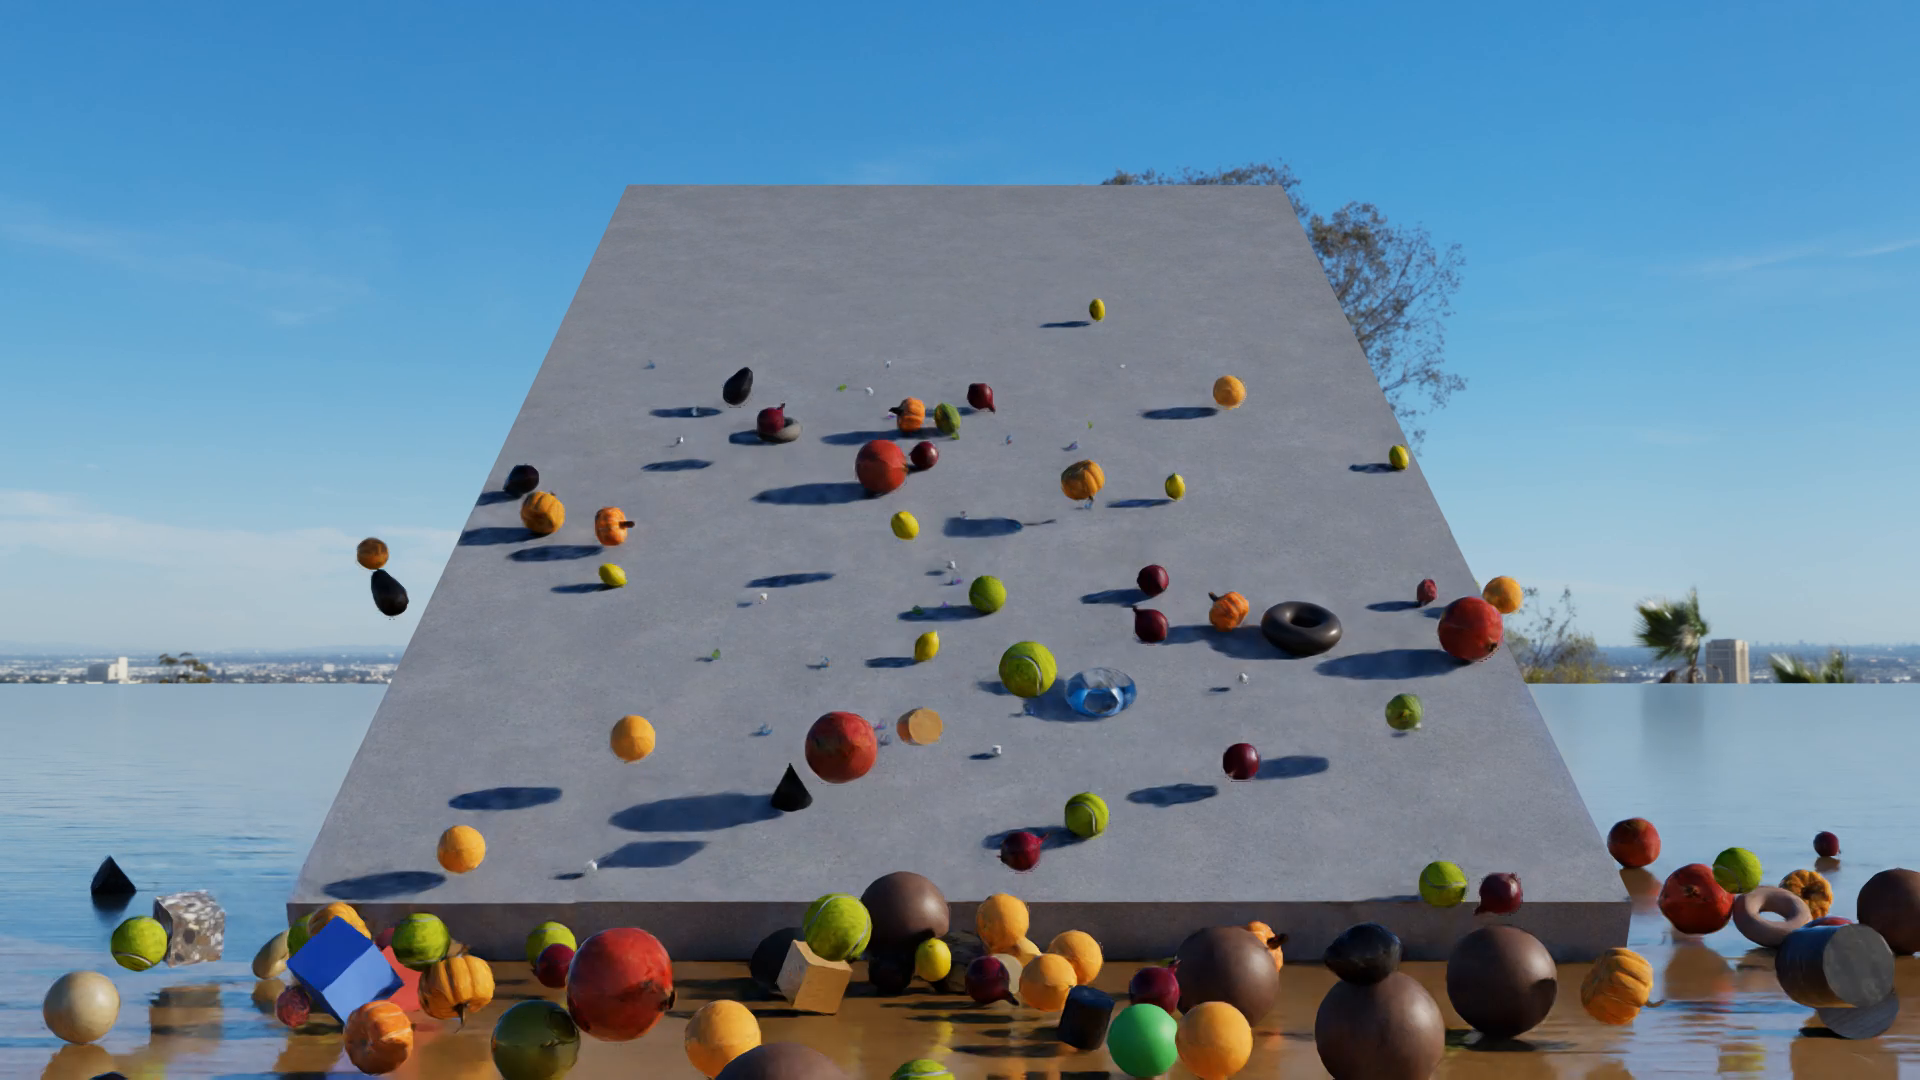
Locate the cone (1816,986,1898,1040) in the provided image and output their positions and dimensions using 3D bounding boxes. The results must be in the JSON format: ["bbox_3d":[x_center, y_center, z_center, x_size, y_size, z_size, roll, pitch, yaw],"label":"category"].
[{"bbox_3d":[1.066,0.566,2.779,0.094,0.094,0.094,-1,-30,15],"label":"cone"}]

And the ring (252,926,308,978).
[{"bbox_3d":[-0.953,0.579,3.263,0.030,0.090,0.090,45,7,12],"label":"ring"}]

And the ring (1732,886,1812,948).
[{"bbox_3d":[1.287,0.597,3.685,0.122,0.041,0.122,-3,36,2],"label":"ring"}]

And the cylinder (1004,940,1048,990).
[{"bbox_3d":[0.088,0.577,3.160,0.052,0.052,0.052,1,12,-10],"label":"cylinder"}]

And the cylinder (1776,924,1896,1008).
[{"bbox_3d":[0.837,0.408,2.226,0.077,0.077,0.077,1,-12,-14],"label":"cylinder"}]

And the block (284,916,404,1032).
[{"bbox_3d":[-0.736,0.519,2.782,0.082,0.082,0.082,24,57,40],"label":"block"}]

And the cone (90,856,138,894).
[{"bbox_3d":[-1.657,0.676,4.582,0.079,0.079,0.079,32,-19,-27],"label":"cone"}]

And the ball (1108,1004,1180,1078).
[{"bbox_3d":[0.195,0.530,2.460,0.077,0.077,0.077,0,-3,0],"label":"ball"}]

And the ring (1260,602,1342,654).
[{"bbox_3d":[0.623,0.160,4.246,0.148,0.049,0.148,3,27,-1],"label":"ring"}]

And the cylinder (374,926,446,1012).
[{"bbox_3d":[-0.712,0.550,2.989,0.093,0.093,0.093,1,1,-19],"label":"cylinder"}]

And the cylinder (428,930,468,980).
[{"bbox_3d":[-0.715,0.573,3.213,0.052,0.052,0.052,22,2,13],"label":"cylinder"}]

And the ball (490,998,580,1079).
[{"bbox_3d":[-0.437,0.519,2.397,0.091,0.091,0.091,0,-3,0],"label":"ball"}]

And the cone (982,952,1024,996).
[{"bbox_3d":[0.050,0.594,3.127,0.060,0.060,0.060,1,-30,-16],"label":"cone"}]

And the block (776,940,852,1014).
[{"bbox_3d":[-0.184,0.550,2.924,0.062,0.062,0.062,15,13,-29],"label":"block"}]

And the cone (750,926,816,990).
[{"bbox_3d":[-0.211,0.578,3.056,0.098,0.098,0.098,2,27,-34],"label":"cone"}]

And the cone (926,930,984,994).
[{"bbox_3d":[0.013,0.590,3.163,0.090,0.090,0.090,-2,-31,30],"label":"cone"}]

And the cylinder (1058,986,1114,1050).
[{"bbox_3d":[0.143,0.545,2.649,0.053,0.053,0.053,15,13,-3],"label":"cylinder"}]

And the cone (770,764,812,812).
[{"bbox_3d":[-0.270,0.386,3.709,0.067,0.067,0.067,0,24,0],"label":"cone"}]

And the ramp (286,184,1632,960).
[{"bbox_3d":[-0.008,-0.228,5.300,2.000,0.100,4.000,0,24,0],"label":"ramp"}]

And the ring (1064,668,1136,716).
[{"bbox_3d":[0.243,0.262,4.022,0.126,0.042,0.126,-3,26,1],"label":"ring"}]

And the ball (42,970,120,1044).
[{"bbox_3d":[-1.017,0.540,2.693,0.084,0.084,0.084,0,-3,0],"label":"ball"}]

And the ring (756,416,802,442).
[{"bbox_3d":[-0.402,-0.246,5.174,0.101,0.034,0.101,1,25,-1],"label":"ring"}]

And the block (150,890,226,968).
[{"bbox_3d":[-1.108,0.557,3.335,0.076,0.076,0.076,-2,20,-40],"label":"block"}]
